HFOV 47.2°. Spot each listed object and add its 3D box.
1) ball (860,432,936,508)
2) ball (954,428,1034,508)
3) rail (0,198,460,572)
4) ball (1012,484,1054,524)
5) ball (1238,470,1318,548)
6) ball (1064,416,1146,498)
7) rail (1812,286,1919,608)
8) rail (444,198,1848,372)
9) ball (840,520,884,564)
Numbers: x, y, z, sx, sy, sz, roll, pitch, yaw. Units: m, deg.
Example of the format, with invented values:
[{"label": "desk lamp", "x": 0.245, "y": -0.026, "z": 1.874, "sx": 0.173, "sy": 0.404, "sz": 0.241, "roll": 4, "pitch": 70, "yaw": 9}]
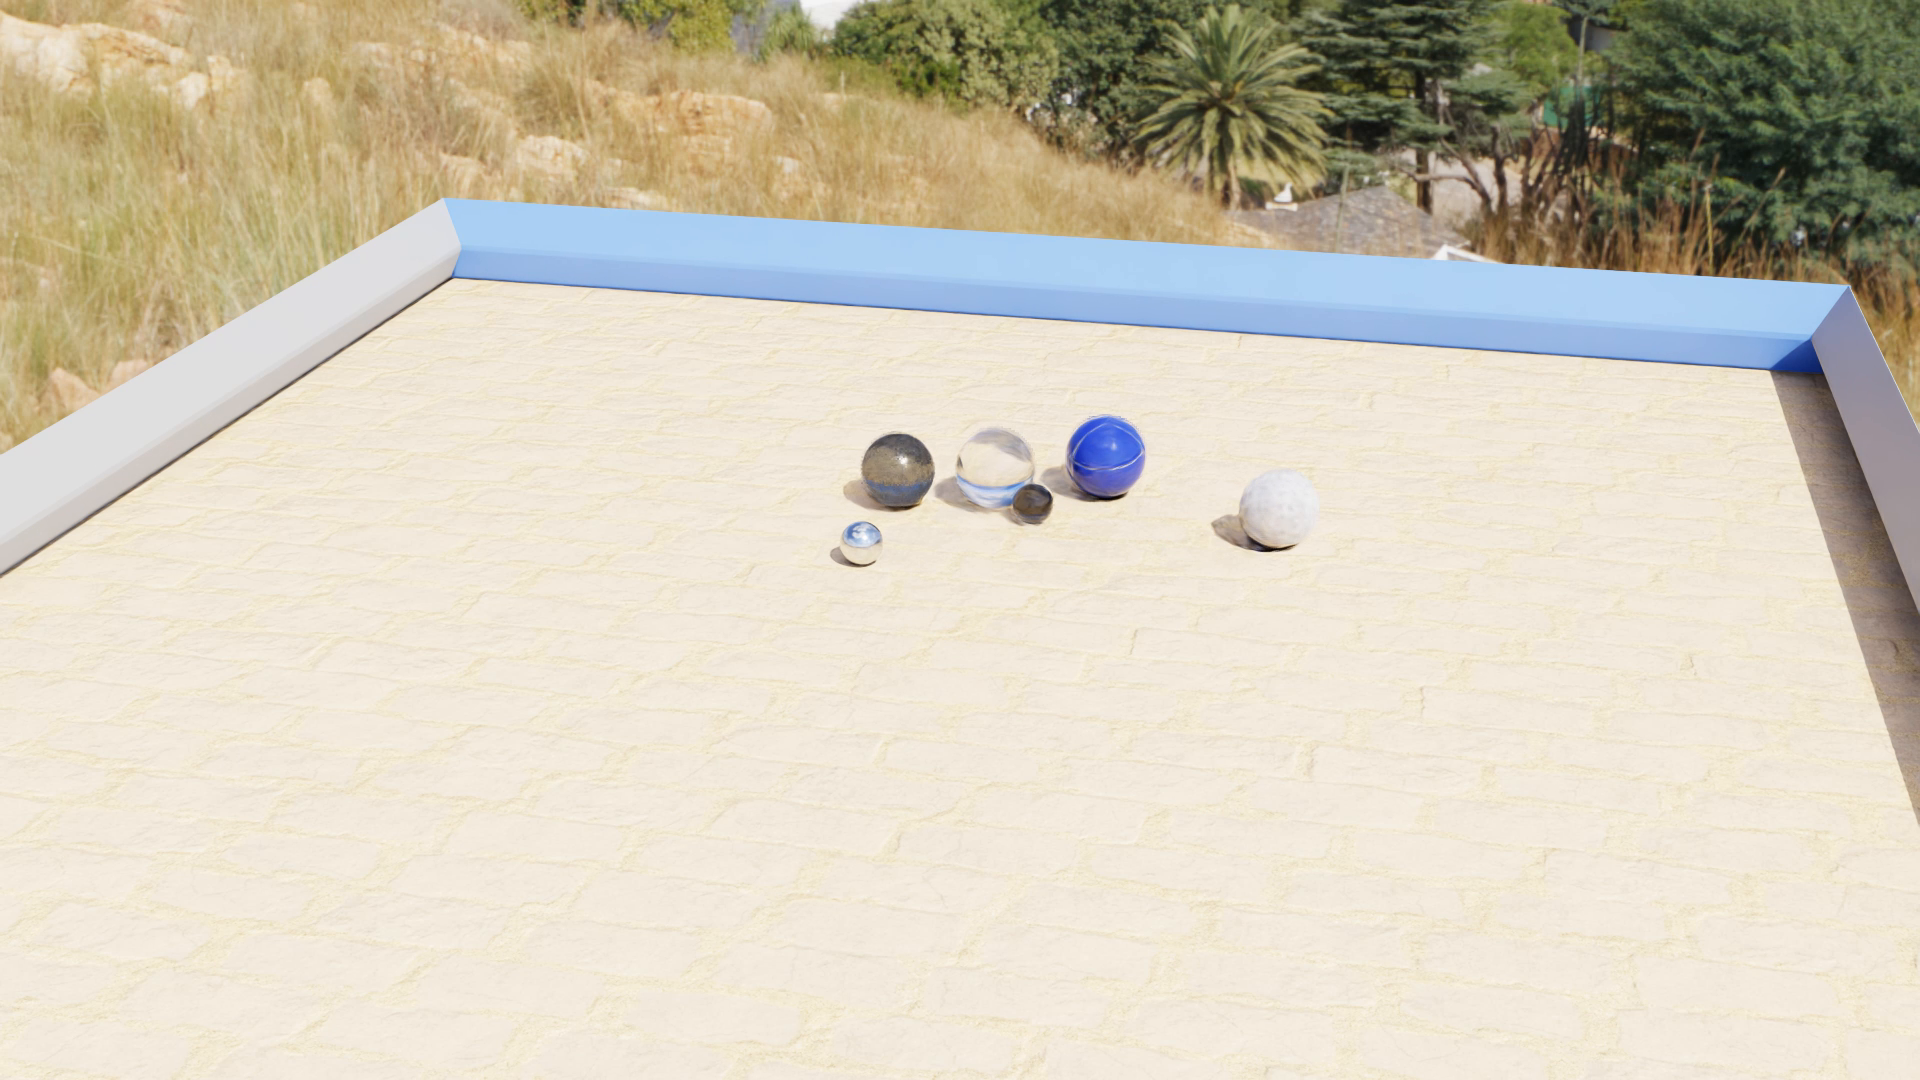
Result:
[{"label": "ball", "x": -0.073, "y": -0.082, "z": 2.593, "sx": 0.088, "sy": 0.088, "sz": 0.088, "roll": 0, "pitch": 24, "yaw": 0}, {"label": "ball", "x": 0.041, "y": -0.084, "z": 2.590, "sx": 0.094, "sy": 0.094, "sz": 0.094, "roll": 0, "pitch": 24, "yaw": 0}, {"label": "rail", "x": -1.187, "y": 0.242, "z": 1.802, "sx": 0.045, "sy": 0.126, "sz": 3.649, "roll": 5, "pitch": 24, "yaw": 12}, {"label": "ball", "x": 0.085, "y": -0.042, "z": 2.552, "sx": 0.048, "sy": 0.048, "sz": 0.048, "roll": 0, "pitch": 24, "yaw": 0}, {"label": "ball", "x": 0.360, "y": -0.035, "z": 2.485, "sx": 0.089, "sy": 0.089, "sz": 0.089, "roll": 0, "pitch": 24, "yaw": 0}, {"label": "ball", "x": 0.174, "y": -0.099, "z": 2.620, "sx": 0.097, "sy": 0.097, "sz": 0.097, "roll": 0, "pitch": 24, "yaw": 0}, {"label": "rail", "x": 0.780, "y": 0.423, "z": 1.390, "sx": 0.045, "sy": 0.126, "sz": 3.649, "roll": 5, "pitch": 24, "yaw": 12}, {"label": "rail", "x": 0.198, "y": -0.371, "z": 3.204, "sx": 2.065, "sy": 0.126, "sz": 0.045, "roll": 5, "pitch": 24, "yaw": 12}, {"label": "ball", "x": -0.110, "y": 0.003, "z": 2.446, "sx": 0.049, "sy": 0.049, "sz": 0.049, "roll": 0, "pitch": 24, "yaw": 0}]
